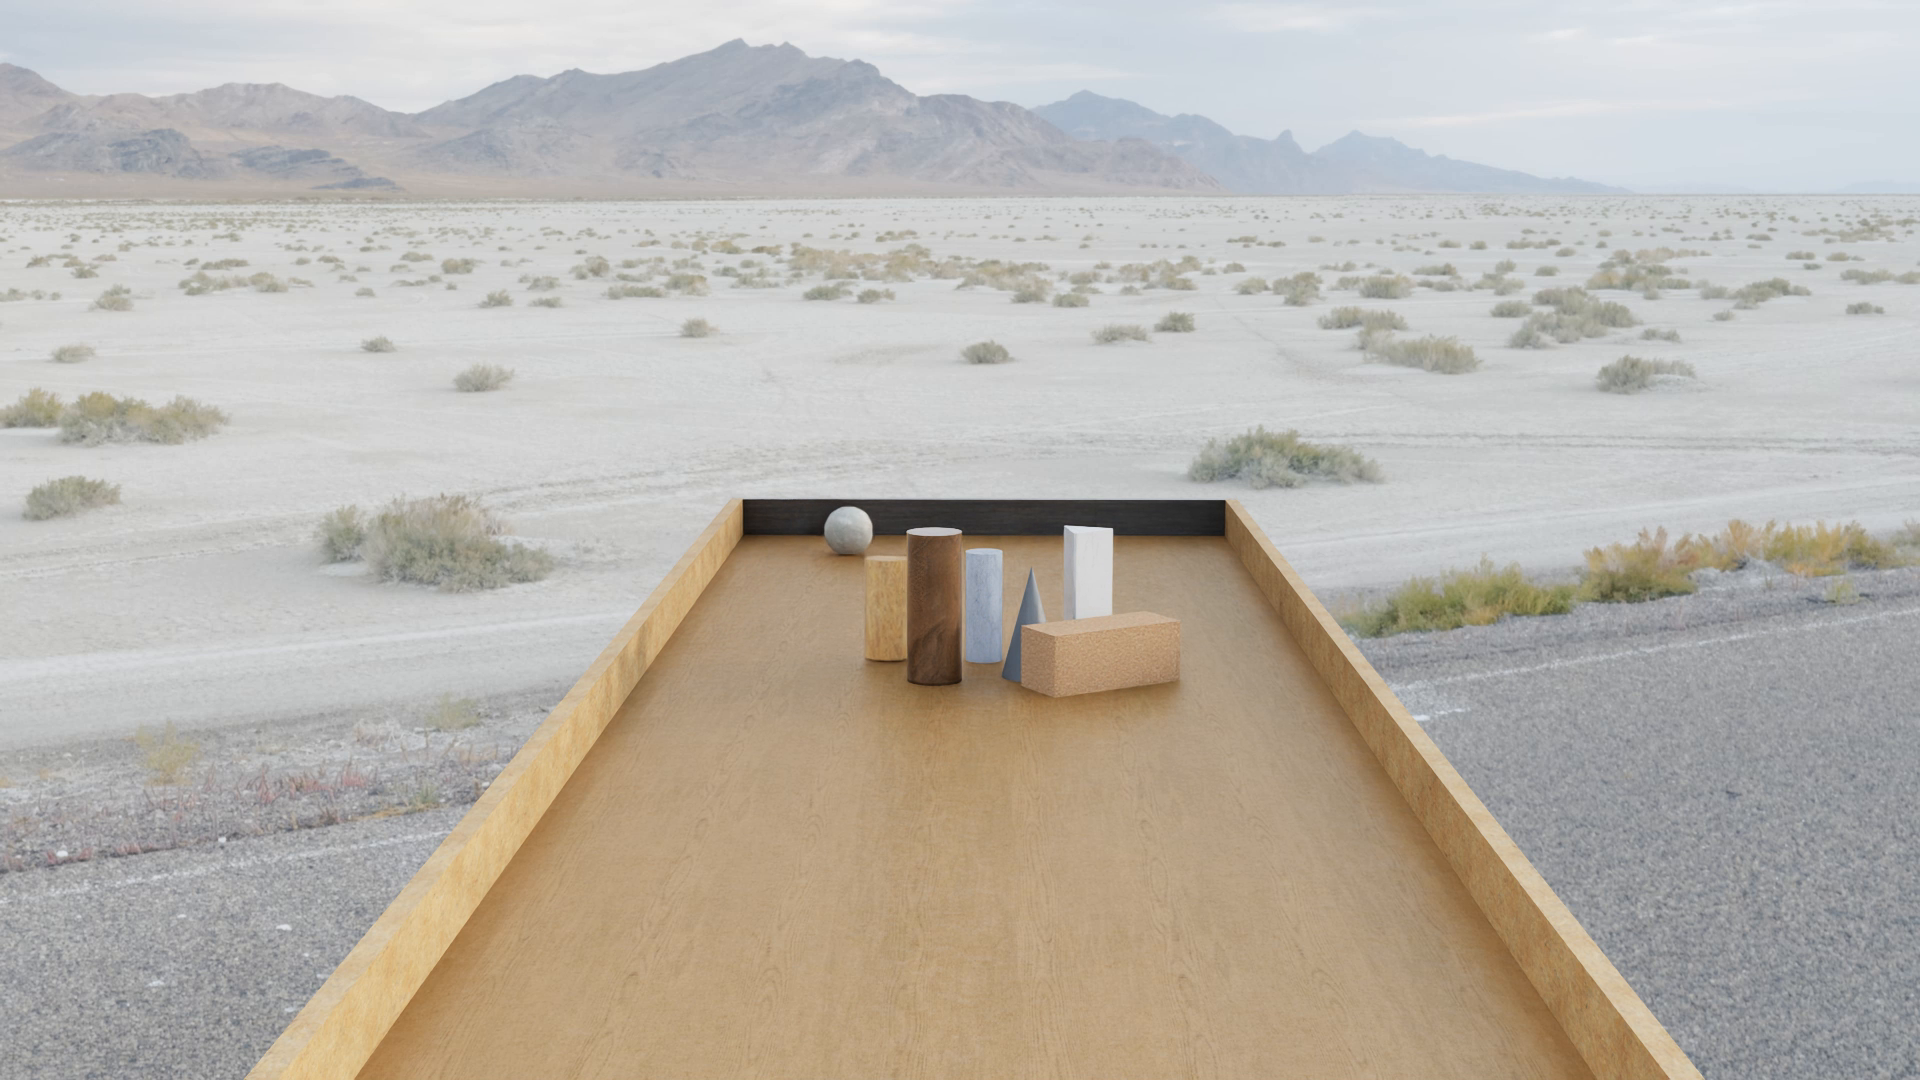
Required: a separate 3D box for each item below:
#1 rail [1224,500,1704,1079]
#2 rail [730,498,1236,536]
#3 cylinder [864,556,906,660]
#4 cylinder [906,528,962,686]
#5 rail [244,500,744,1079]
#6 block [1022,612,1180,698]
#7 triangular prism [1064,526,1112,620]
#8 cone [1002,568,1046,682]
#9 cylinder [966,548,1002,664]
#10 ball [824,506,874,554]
[{"bbox_3d":[1.046,0.843,3.208,0.050,0.150,12.000,0,9,1],"label":"rail"},{"bbox_3d":[0.099,-0.098,9.147,2.100,0.150,0.050,0,9,1],"label":"rail"},{"bbox_3d":[-0.222,0.207,6.713,0.136,0.302,0.136,1,6,0],"label":"cylinder"},{"bbox_3d":[-0.074,0.192,6.394,0.161,0.439,0.161,0,9,0],"label":"cylinder"},{"bbox_3d":[-1.004,0.839,3.234,0.050,0.150,12.000,0,9,1],"label":"rail"},{"bbox_3d":[0.410,0.328,6.375,0.438,0.177,0.177,-5,10,-30],"label":"block"},{"bbox_3d":[0.363,0.162,6.712,0.153,0.400,0.132,-7,11,-38],"label":"triangular prism"},{"bbox_3d":[0.210,0.237,6.455,0.176,0.331,0.176,0,9,0],"label":"cone"},{"bbox_3d":[0.073,0.199,6.687,0.113,0.334,0.113,0,9,0],"label":"cylinder"},{"bbox_3d":[-0.437,-0.038,8.634,0.192,0.192,0.192,0,9,0],"label":"ball"}]
